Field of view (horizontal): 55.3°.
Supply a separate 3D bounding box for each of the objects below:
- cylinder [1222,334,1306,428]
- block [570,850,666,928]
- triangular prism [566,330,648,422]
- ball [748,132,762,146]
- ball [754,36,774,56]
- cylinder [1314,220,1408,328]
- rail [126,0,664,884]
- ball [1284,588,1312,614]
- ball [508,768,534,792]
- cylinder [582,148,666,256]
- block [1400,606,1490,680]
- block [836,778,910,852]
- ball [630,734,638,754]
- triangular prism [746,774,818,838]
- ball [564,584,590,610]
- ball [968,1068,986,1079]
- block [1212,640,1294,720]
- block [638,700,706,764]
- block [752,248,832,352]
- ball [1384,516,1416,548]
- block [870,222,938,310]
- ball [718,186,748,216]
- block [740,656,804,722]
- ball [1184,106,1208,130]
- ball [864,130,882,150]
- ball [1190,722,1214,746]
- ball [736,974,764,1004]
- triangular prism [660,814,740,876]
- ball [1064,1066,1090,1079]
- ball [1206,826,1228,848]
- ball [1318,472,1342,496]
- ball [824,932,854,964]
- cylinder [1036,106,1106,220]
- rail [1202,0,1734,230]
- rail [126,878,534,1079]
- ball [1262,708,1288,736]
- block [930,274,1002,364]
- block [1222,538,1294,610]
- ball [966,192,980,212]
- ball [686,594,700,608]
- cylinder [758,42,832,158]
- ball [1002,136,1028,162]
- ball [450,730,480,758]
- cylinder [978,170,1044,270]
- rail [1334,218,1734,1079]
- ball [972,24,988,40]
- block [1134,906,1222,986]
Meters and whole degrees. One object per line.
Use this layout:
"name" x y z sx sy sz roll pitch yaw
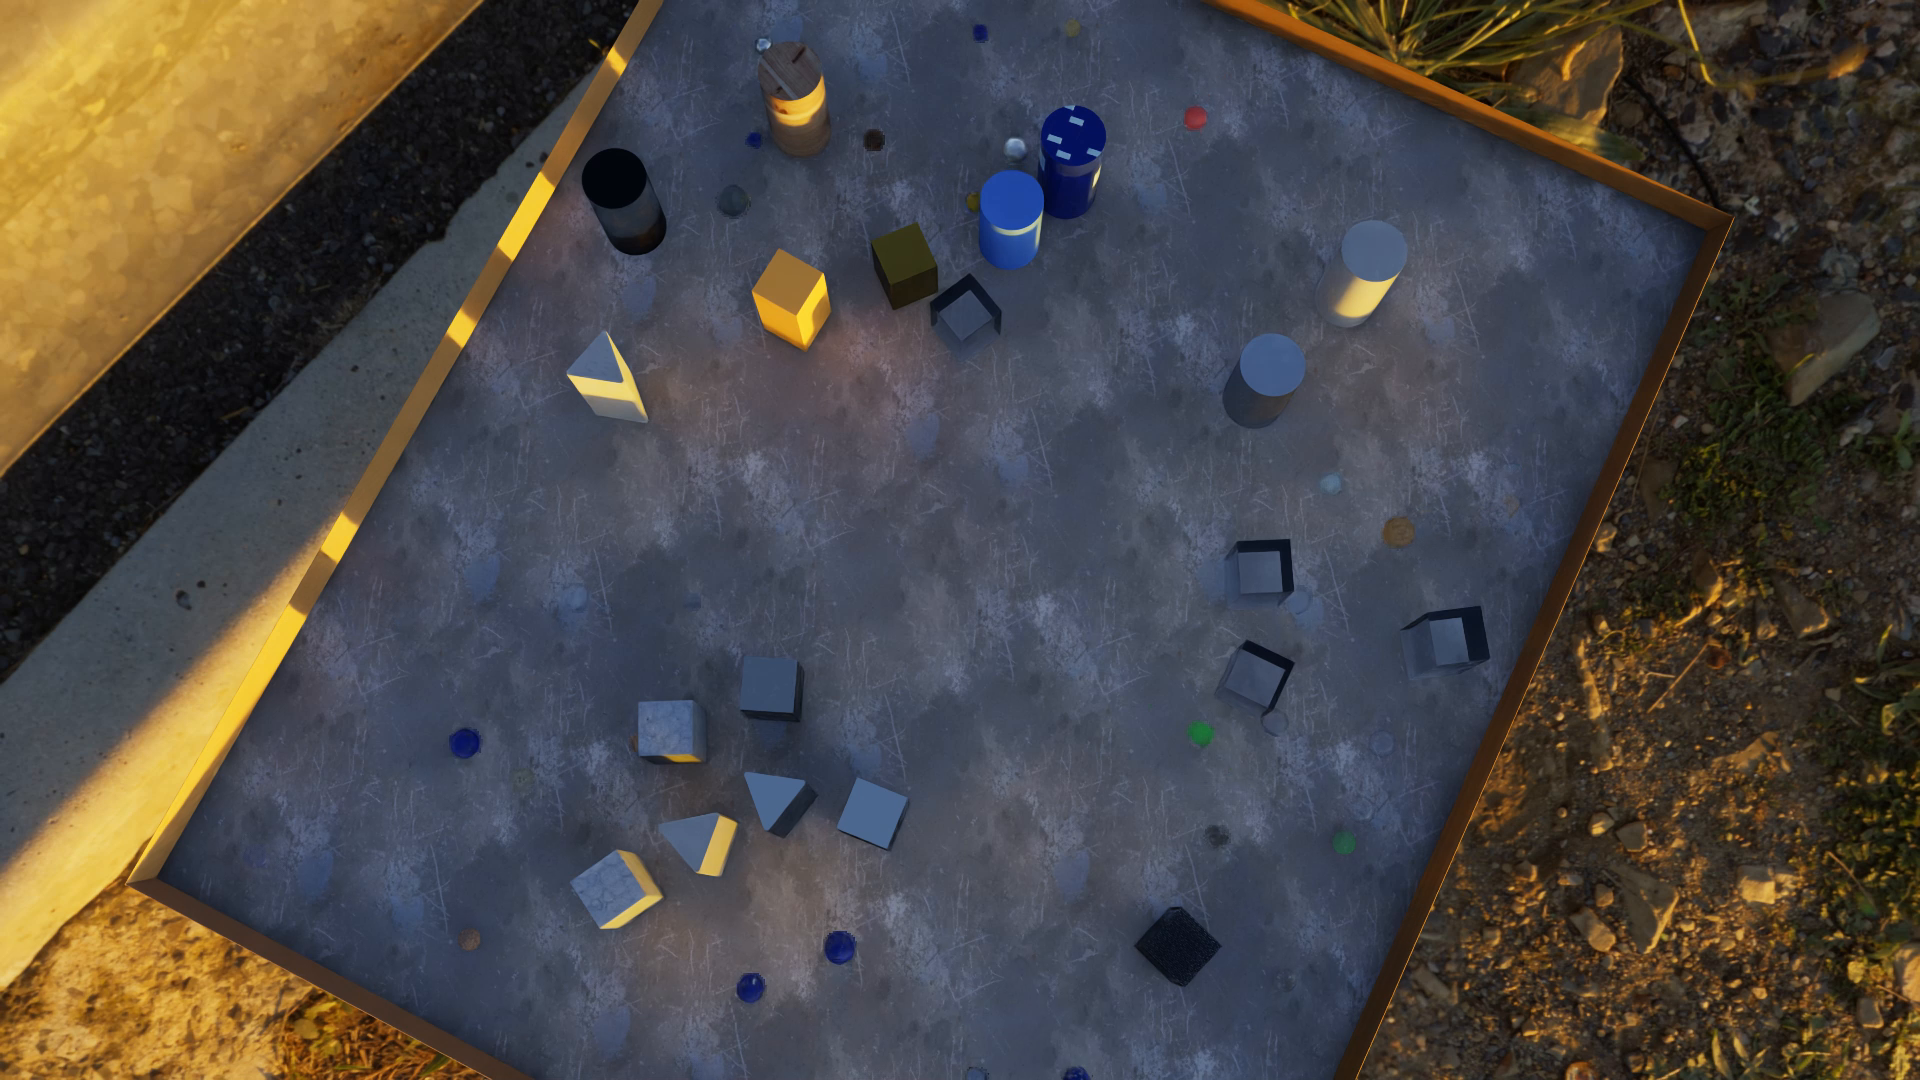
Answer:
"cylinder" 0.914 -0.476 5.532 0.193 0.358 0.193 0 78 0
"block" -0.971 0.998 5.231 0.154 0.351 0.154 -35 80 -7
"triangular prism" -1.040 -0.493 5.499 0.167 0.430 0.145 9 78 2
"ball" -0.658 -1.282 5.859 0.044 0.044 0.044 0 78 0
"ball" -0.633 -1.593 5.915 0.061 0.061 0.061 0 78 0
"cylinder" 1.214 -0.805 5.571 0.193 0.415 0.193 0 78 0
"rail" -1.498 -0.727 5.702 0.045 0.125 3.979 26 80 5
"ball" 1.021 0.183 5.537 0.081 0.081 0.081 0 78 0
"ball" -1.300 0.713 5.432 0.073 0.073 0.073 0 78 0
"cylinder" -1.028 -1.035 5.632 0.193 0.389 0.193 0 78 0
"block" 1.420 0.306 5.382 0.154 0.336 0.154 -7 78 -1
"block" -0.249 0.799 5.314 0.154 0.269 0.154 22 79 4
"ball" -0.946 0.605 5.451 0.066 0.066 0.066 0 78 0
"triangular prism" -0.530 0.727 5.221 0.145 0.479 0.167 38 81 7
"ball" -1.161 0.174 5.541 0.077 0.077 0.077 0 78 0
"ball" 0.048 1.547 5.268 0.055 0.055 0.055 0 78 0
"block" 0.864 0.413 5.404 0.154 0.249 0.154 26 79 5
"block" -0.836 0.564 5.349 0.154 0.295 0.154 -2 78 0
"block" -0.510 -0.727 5.588 0.154 0.350 0.154 30 80 6
"ball" 1.336 -0.024 5.572 0.096 0.096 0.096 0 78 0
"block" -0.170 -0.845 5.671 0.154 0.235 0.154 -23 79 -5
"ball" -0.717 -1.072 5.789 0.097 0.097 0.097 0 78 0
"block" -0.551 0.441 5.396 0.154 0.253 0.154 4 78 1
"ball" 0.753 -1.350 5.858 0.075 0.075 0.075 0 78 0
"ball" -0.277 -1.278 5.851 0.058 0.058 0.058 0 78 0
"ball" 0.719 0.578 5.460 0.071 0.071 0.071 0 78 0
"ball" -0.608 1.300 5.307 0.080 0.080 0.080 0 78 0
"triangular prism" -0.710 0.838 5.200 0.145 0.476 0.167 -41 81 -8
"ball" 0.335 1.549 5.256 0.077 0.077 0.077 0 78 0
"ball" 0.757 0.876 5.402 0.065 0.065 0.065 0 78 0
"ball" 1.134 -0.172 5.616 0.070 0.070 0.070 0 78 0
"ball" -0.351 1.187 5.325 0.090 0.090 0.090 0 78 0
"cylinder" 0.337 -1.157 5.641 0.193 0.421 0.193 0 78 0
"rail" 0.879 -1.715 5.906 3.398 0.125 0.045 26 80 5
"rail" -0.879 1.729 5.194 3.398 0.125 0.045 26 80 5
"ball" 0.937 0.543 5.452 0.080 0.080 0.080 0 78 0
"block" 0.018 -0.679 5.635 0.154 0.238 0.154 -37 81 -7
"block" 0.885 0.105 5.446 0.154 0.291 0.154 -3 78 -1
"ball" 0.050 -1.068 5.800 0.061 0.061 0.061 0 78 0
"ball" -0.811 0.187 5.556 0.043 0.043 0.043 0 78 0
"cylinder" -0.509 -1.361 5.685 0.193 0.417 0.193 0 78 0
"ball" 0.177 -1.242 5.832 0.082 0.082 0.082 0 78 0
"ball" -1.472 0.606 5.447 0.087 0.087 0.087 0 78 0
"cylinder" 0.156 -0.983 5.647 0.193 0.339 0.193 0 78 0
"rail" 1.498 0.740 5.398 0.045 0.125 3.979 26 80 5
"ball" 0.065 -1.644 5.930 0.051 0.051 0.051 0 78 0
"block" 0.618 1.158 5.225 0.154 0.297 0.154 43 82 8
